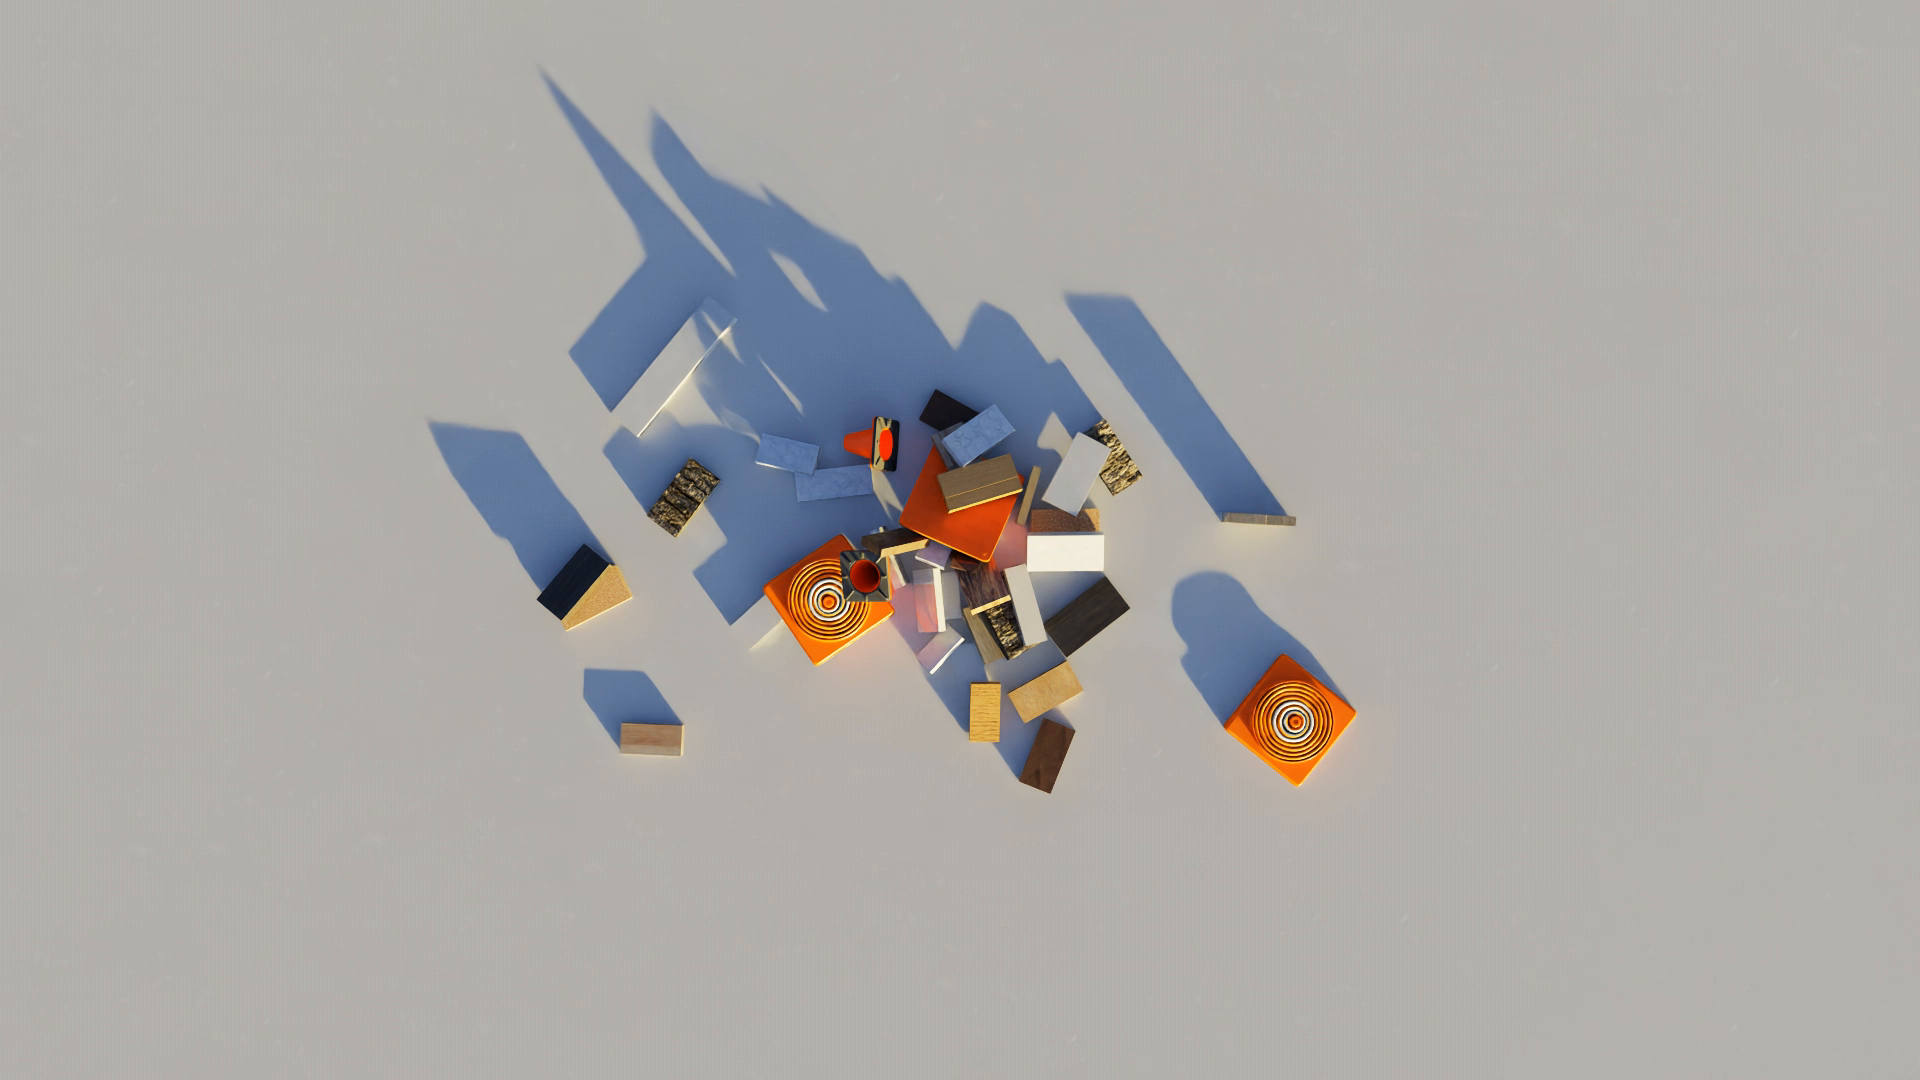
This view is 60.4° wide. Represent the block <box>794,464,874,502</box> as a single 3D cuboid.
[{"bbox_3d":[-0.418,-0.190,5.486,0.254,0.028,0.099,-6,90,0],"label":"block"}]

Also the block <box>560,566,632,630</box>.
[{"bbox_3d":[-1.226,0.192,5.483,0.241,0.034,0.121,-27,90,0],"label":"block"}]

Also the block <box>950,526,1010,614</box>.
[{"bbox_3d":[0.055,0.100,5.425,0.134,0.038,0.268,-22,64,0],"label":"block"}]

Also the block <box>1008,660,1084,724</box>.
[{"bbox_3d":[0.285,0.505,5.484,0.226,0.032,0.113,-29,90,0],"label":"block"}]

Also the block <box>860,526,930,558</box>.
[{"bbox_3d":[-0.209,0.005,5.361,0.104,0.207,0.029,31,122,39],"label":"block"}]

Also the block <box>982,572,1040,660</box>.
[{"bbox_3d":[0.156,0.248,5.462,0.134,0.038,0.268,-28,90,-18],"label":"block"}]

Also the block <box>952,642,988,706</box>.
[{"bbox_3d":[0.037,0.442,5.486,0.099,0.028,0.198,-14,90,0],"label":"block"}]

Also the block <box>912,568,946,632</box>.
[{"bbox_3d":[-0.103,0.200,5.452,0.029,0.104,0.207,-5,90,-43],"label":"block"}]

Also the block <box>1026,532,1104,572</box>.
[{"bbox_3d":[0.348,0.037,5.460,0.252,0.036,0.126,-1,112,0],"label":"block"}]

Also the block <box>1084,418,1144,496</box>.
[{"bbox_3d":[0.496,-0.274,5.484,0.116,0.033,0.231,-34,90,0],"label":"block"}]

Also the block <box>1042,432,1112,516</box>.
[{"bbox_3d":[0.386,-0.218,5.450,0.126,0.036,0.252,28,90,0],"label":"block"}]

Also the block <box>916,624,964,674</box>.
[{"bbox_3d":[-0.066,0.360,5.471,0.155,0.022,0.077,-46,60,0],"label":"block"}]

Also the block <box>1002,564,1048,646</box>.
[{"bbox_3d":[0.215,0.215,5.452,0.077,0.022,0.263,-14,86,-17],"label":"block"}]

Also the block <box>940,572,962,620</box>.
[{"bbox_3d":[-0.040,0.185,5.489,0.077,0.022,0.155,-5,90,0],"label":"block"}]

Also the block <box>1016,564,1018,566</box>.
[{"bbox_3d":[0.194,0.134,5.493,0.047,0.013,0.094,-27,90,0],"label":"block"}]

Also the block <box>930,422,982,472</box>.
[{"bbox_3d":[0.006,-0.265,5.424,0.112,0.032,0.224,-26,82,-12],"label":"block"}]

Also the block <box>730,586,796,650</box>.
[{"bbox_3d":[-0.657,0.259,5.486,0.202,0.029,0.101,-42,90,0],"label":"block"}]

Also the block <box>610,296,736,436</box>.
[{"bbox_3d":[-0.953,-0.578,5.484,0.116,0.033,0.513,40,90,0],"label":"block"}]

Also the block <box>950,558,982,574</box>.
[{"bbox_3d":[0.020,0.078,5.412,0.095,0.013,0.047,15,70,16],"label":"block"}]

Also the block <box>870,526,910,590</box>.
[{"bbox_3d":[-0.230,0.056,5.446,0.029,0.104,0.207,-23,90,14],"label":"block"}]

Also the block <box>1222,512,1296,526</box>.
[{"bbox_3d":[0.986,-0.067,5.444,0.224,0.112,0.032,3,90,0],"label":"block"}]

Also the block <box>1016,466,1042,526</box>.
[{"bbox_3d":[0.226,-0.146,5.451,0.028,0.099,0.197,17,90,0],"label":"block"}]

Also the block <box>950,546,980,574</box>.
[{"bbox_3d":[0.018,0.063,5.403,0.047,0.013,0.095,-39,63,-13],"label":"block"}]

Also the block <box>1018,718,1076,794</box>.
[{"bbox_3d":[0.290,0.717,5.484,0.113,0.032,0.226,22,90,0],"label":"block"}]

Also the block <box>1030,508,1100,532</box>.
[{"bbox_3d":[0.350,-0.046,5.484,0.226,0.032,0.113,-1,90,0],"label":"block"}]

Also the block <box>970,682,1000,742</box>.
[{"bbox_3d":[0.083,0.569,5.465,0.099,0.028,0.198,1,101,-3],"label":"block"}]

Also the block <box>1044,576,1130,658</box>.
[{"bbox_3d":[0.418,0.255,5.481,0.268,0.038,0.134,-38,90,0],"label":"block"}]

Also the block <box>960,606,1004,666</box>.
[{"bbox_3d":[0.088,0.305,5.469,0.099,0.028,0.198,-22,88,-17],"label":"block"}]

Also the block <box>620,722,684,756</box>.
[{"bbox_3d":[-1.025,0.663,5.486,0.202,0.029,0.101,3,90,0],"label":"block"}]

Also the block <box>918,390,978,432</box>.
[{"bbox_3d":[-0.008,-0.394,5.484,0.231,0.033,0.116,29,90,0],"label":"block"}]

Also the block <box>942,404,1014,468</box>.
[{"bbox_3d":[0.060,-0.342,5.419,0.224,0.032,0.112,-36,85,-22],"label":"block"}]

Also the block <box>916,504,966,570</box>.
[{"bbox_3d":[-0.062,-0.012,5.448,0.101,0.029,0.202,21,71,7],"label":"block"}]

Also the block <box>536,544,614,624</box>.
[{"bbox_3d":[-1.273,0.143,5.449,0.121,0.034,0.241,37,82,17],"label":"block"}]

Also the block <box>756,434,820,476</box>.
[{"bbox_3d":[-0.570,-0.283,5.470,0.197,0.028,0.099,13,79,4],"label":"block"}]

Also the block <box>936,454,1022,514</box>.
[{"bbox_3d":[0.064,-0.185,5.378,0.252,0.036,0.126,-17,80,-10],"label":"block"}]

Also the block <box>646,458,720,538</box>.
[{"bbox_3d":[-0.919,-0.140,5.483,0.121,0.034,0.241,37,90,0],"label":"block"}]
